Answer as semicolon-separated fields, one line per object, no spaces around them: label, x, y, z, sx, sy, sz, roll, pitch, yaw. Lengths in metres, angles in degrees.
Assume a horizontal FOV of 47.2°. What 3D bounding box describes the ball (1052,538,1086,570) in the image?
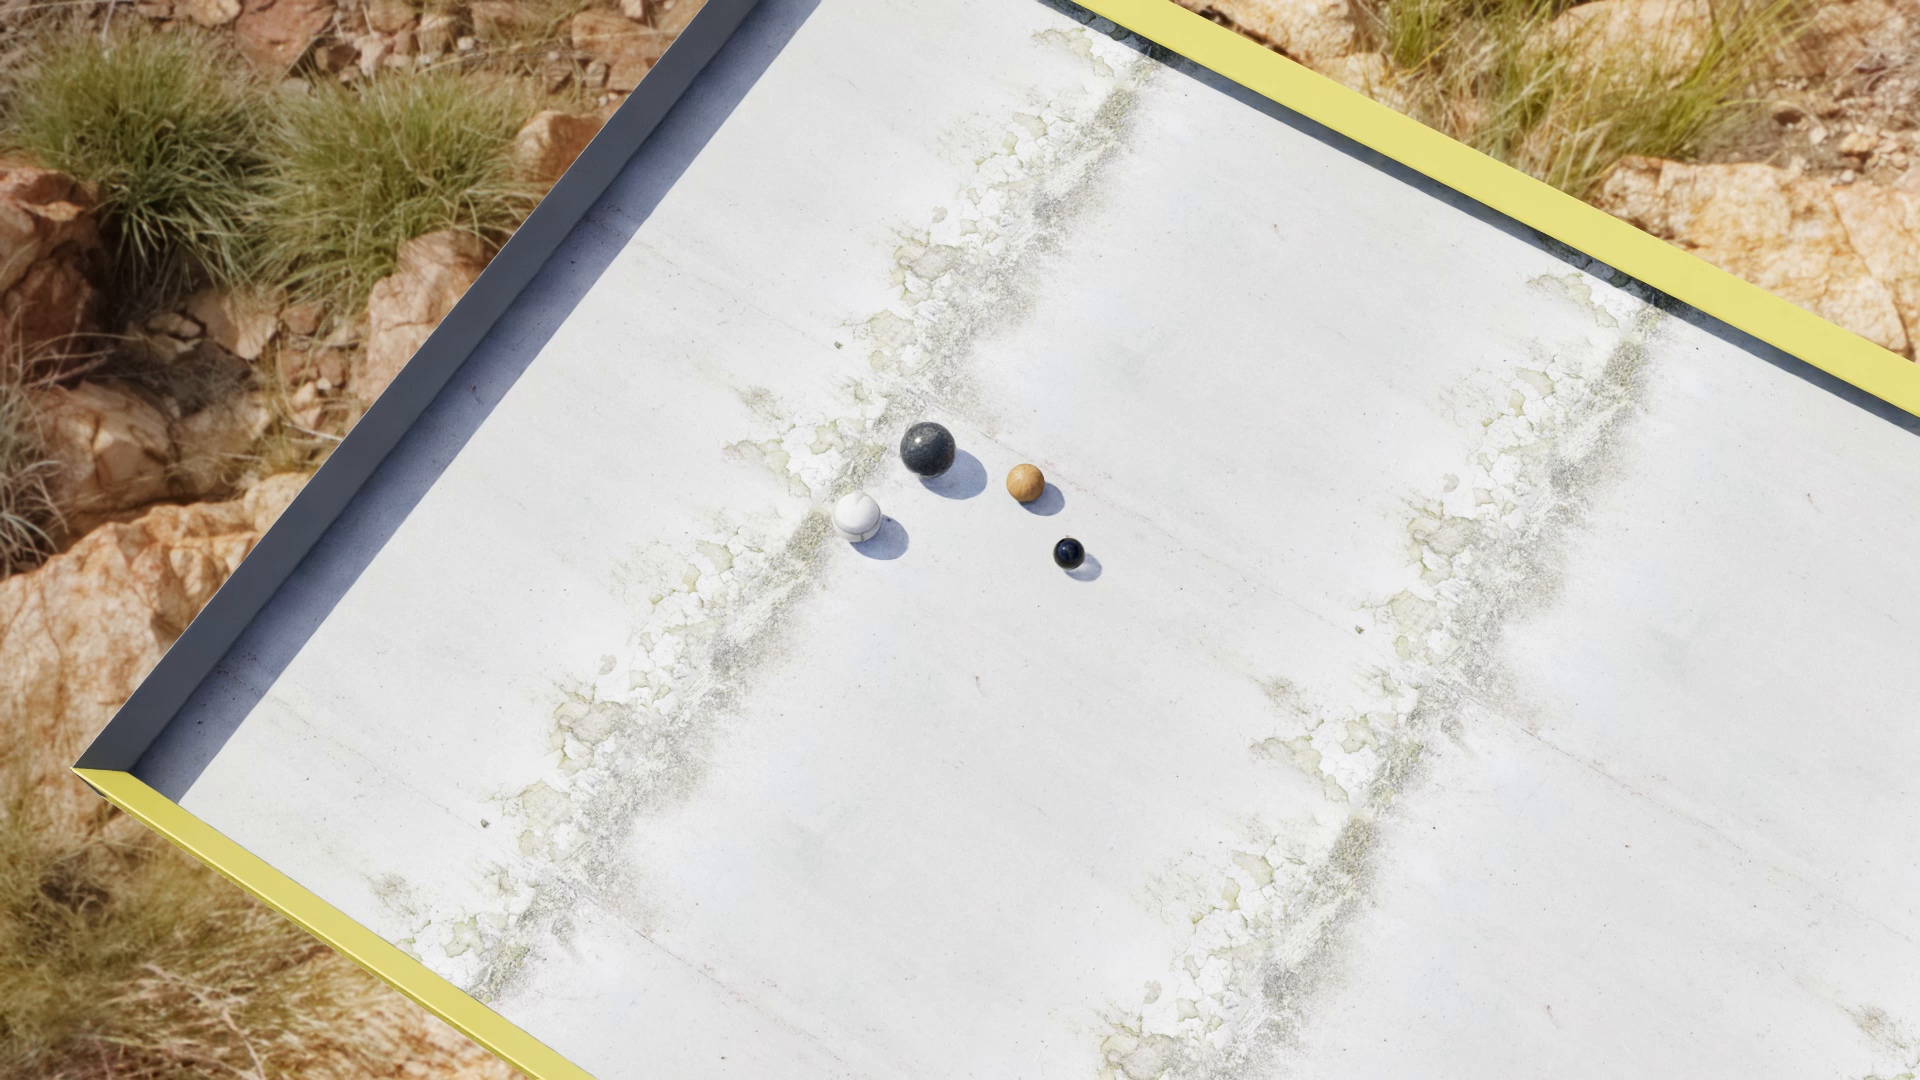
ball;0.177;0.022;3.563;0.053;0.053;0.053;0;65;0

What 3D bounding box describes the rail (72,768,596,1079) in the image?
rail;0.234;1.228;2.965;3.672;0.123;0.045;29;68;13

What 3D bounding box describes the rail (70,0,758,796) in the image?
rail;-0.760;-0.438;3.737;0.045;0.123;2.123;29;68;13

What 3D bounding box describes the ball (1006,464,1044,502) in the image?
ball;0.108;-0.094;3.612;0.064;0.064;0.064;0;65;0

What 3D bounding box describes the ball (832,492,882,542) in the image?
ball;-0.168;-0.037;3.575;0.082;0.082;0.082;0;65;0

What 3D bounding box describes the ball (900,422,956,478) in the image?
ball;-0.053;-0.148;3.620;0.095;0.095;0.095;0;65;0

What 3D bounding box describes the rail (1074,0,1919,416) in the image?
rail;1.327;-0.373;3.707;3.672;0.123;0.045;29;68;13
